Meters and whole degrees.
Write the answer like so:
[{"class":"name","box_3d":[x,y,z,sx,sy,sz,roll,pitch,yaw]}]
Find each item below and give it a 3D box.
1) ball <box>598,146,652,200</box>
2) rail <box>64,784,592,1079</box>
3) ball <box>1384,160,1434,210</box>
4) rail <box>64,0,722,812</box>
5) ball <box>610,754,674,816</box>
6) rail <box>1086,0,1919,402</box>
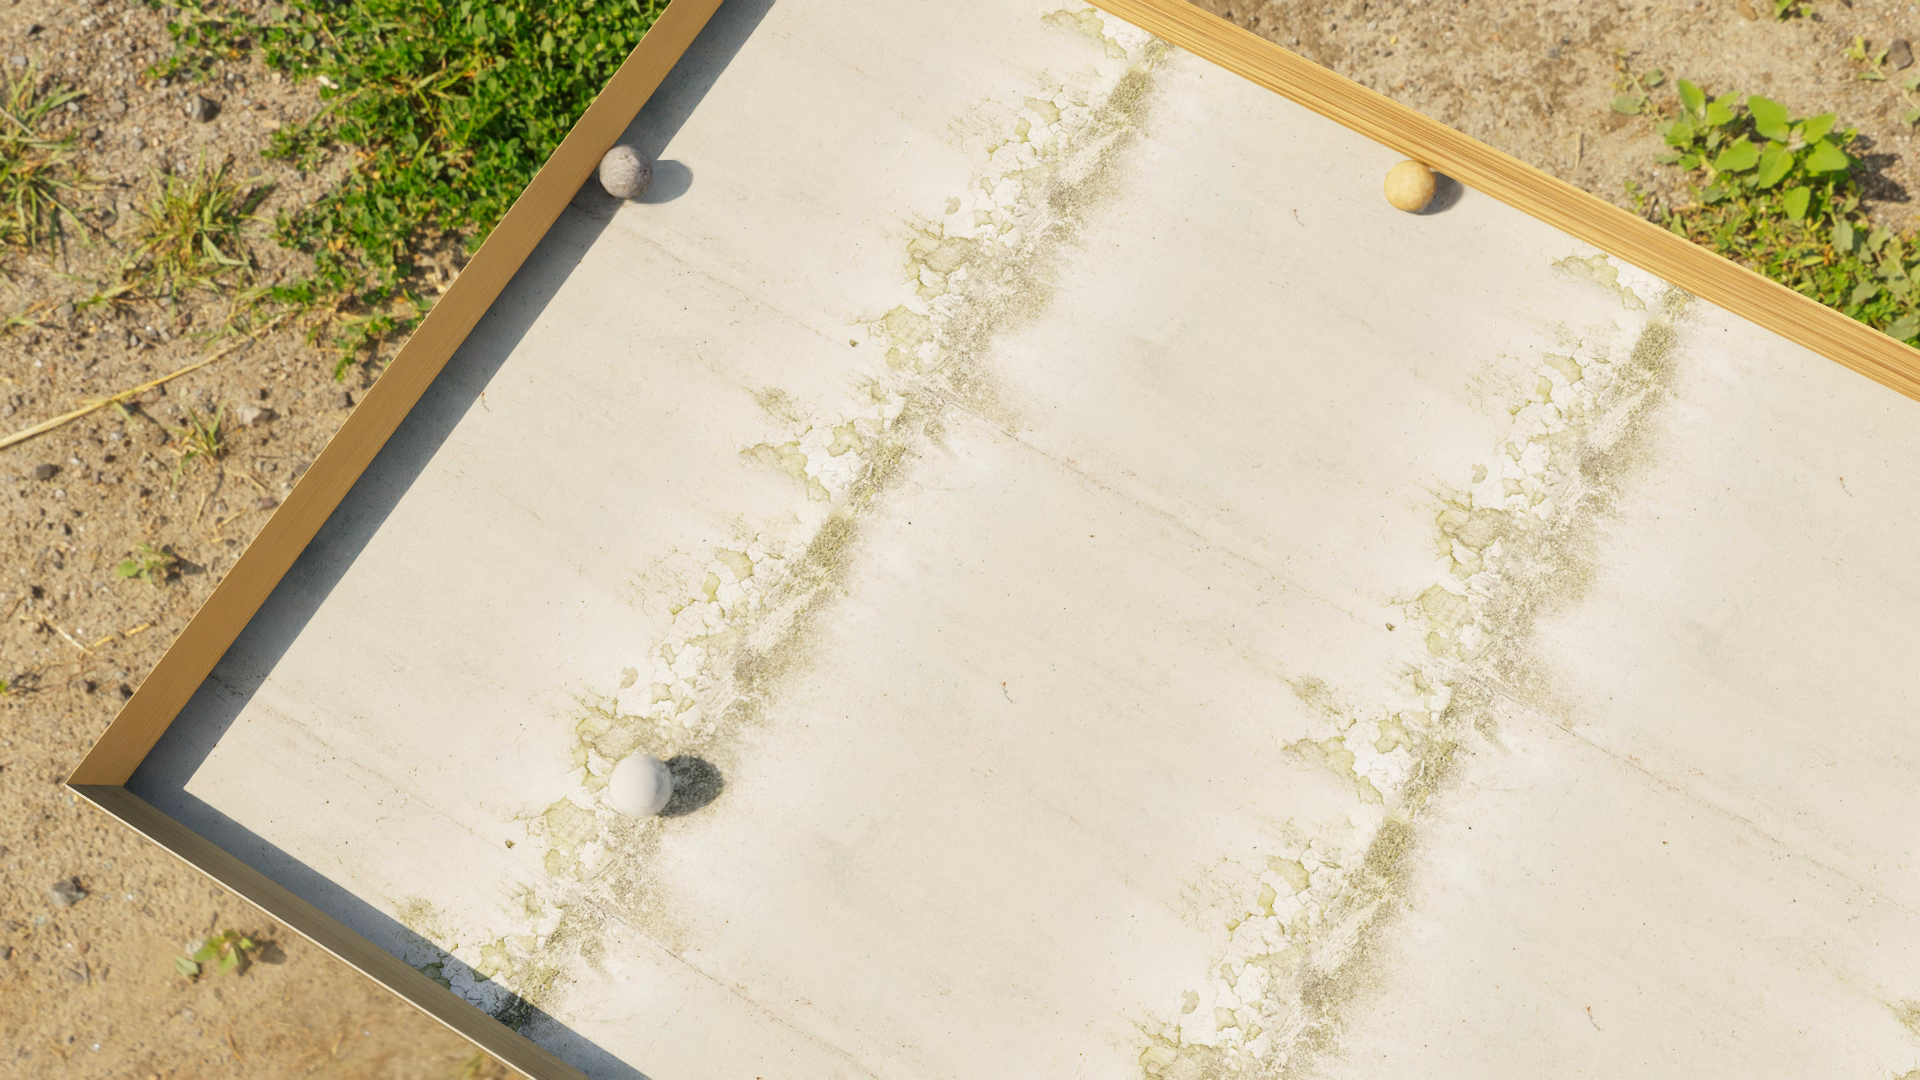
[{"class":"ball","box_3d":[-0.572,-0.629,3.765,0.091,0.091,0.091,0,67,0]},{"class":"rail","box_3d":[0.282,1.237,2.957,3.716,0.124,0.045,29,70,11]},{"class":"ball","box_3d":[0.768,-0.606,3.758,0.086,0.086,0.086,0,67,0]},{"class":"rail","box_3d":[-0.780,-0.430,3.662,0.045,0.124,2.087,29,70,11]},{"class":"ball","box_3d":[-0.483,0.372,3.340,0.096,0.096,0.096,0,67,0]},{"class":"rail","box_3d":[1.318,-0.381,3.641,3.716,0.124,0.045,29,70,11]}]
